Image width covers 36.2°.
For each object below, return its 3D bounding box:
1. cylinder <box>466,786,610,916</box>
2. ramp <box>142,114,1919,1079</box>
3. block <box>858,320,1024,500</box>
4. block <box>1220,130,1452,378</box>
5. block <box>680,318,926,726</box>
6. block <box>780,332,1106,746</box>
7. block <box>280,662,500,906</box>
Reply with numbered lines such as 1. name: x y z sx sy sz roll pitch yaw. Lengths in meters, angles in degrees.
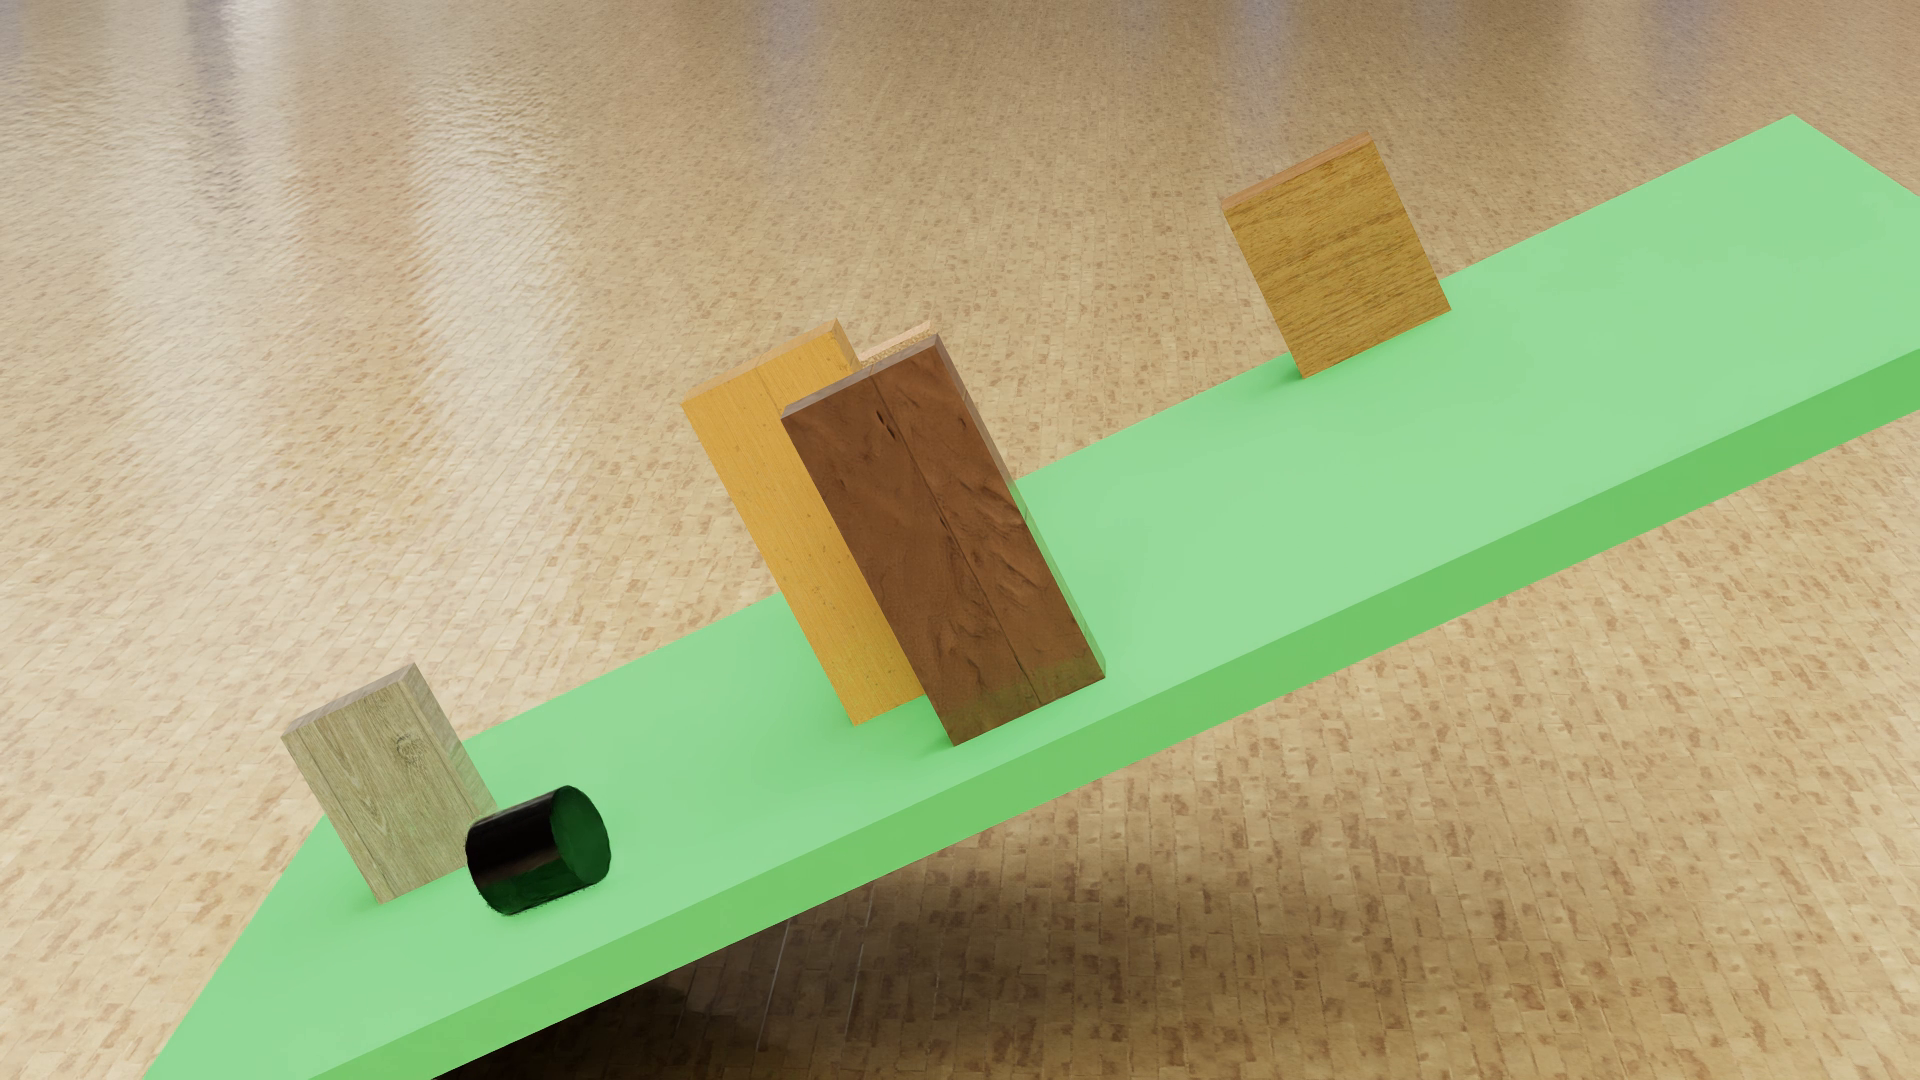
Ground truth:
1. cylinder: -0.838 0.618 5.848 0.204 0.204 0.204 -22 9 21
2. ramp: 0.139 0.168 6.281 4.000 0.100 2.000 -25 14 10
3. block: -0.116 -0.173 6.673 0.379 0.535 0.099 -25 14 10
4. block: 0.865 -0.657 6.779 0.372 0.436 0.142 -25 14 10
5. block: -0.230 -0.032 5.909 0.336 0.749 0.121 -25 14 10
6. block: -0.026 0.004 5.474 0.316 0.707 0.102 -25 14 10
7. block: -1.228 0.533 6.418 0.308 0.435 0.111 -25 14 10
